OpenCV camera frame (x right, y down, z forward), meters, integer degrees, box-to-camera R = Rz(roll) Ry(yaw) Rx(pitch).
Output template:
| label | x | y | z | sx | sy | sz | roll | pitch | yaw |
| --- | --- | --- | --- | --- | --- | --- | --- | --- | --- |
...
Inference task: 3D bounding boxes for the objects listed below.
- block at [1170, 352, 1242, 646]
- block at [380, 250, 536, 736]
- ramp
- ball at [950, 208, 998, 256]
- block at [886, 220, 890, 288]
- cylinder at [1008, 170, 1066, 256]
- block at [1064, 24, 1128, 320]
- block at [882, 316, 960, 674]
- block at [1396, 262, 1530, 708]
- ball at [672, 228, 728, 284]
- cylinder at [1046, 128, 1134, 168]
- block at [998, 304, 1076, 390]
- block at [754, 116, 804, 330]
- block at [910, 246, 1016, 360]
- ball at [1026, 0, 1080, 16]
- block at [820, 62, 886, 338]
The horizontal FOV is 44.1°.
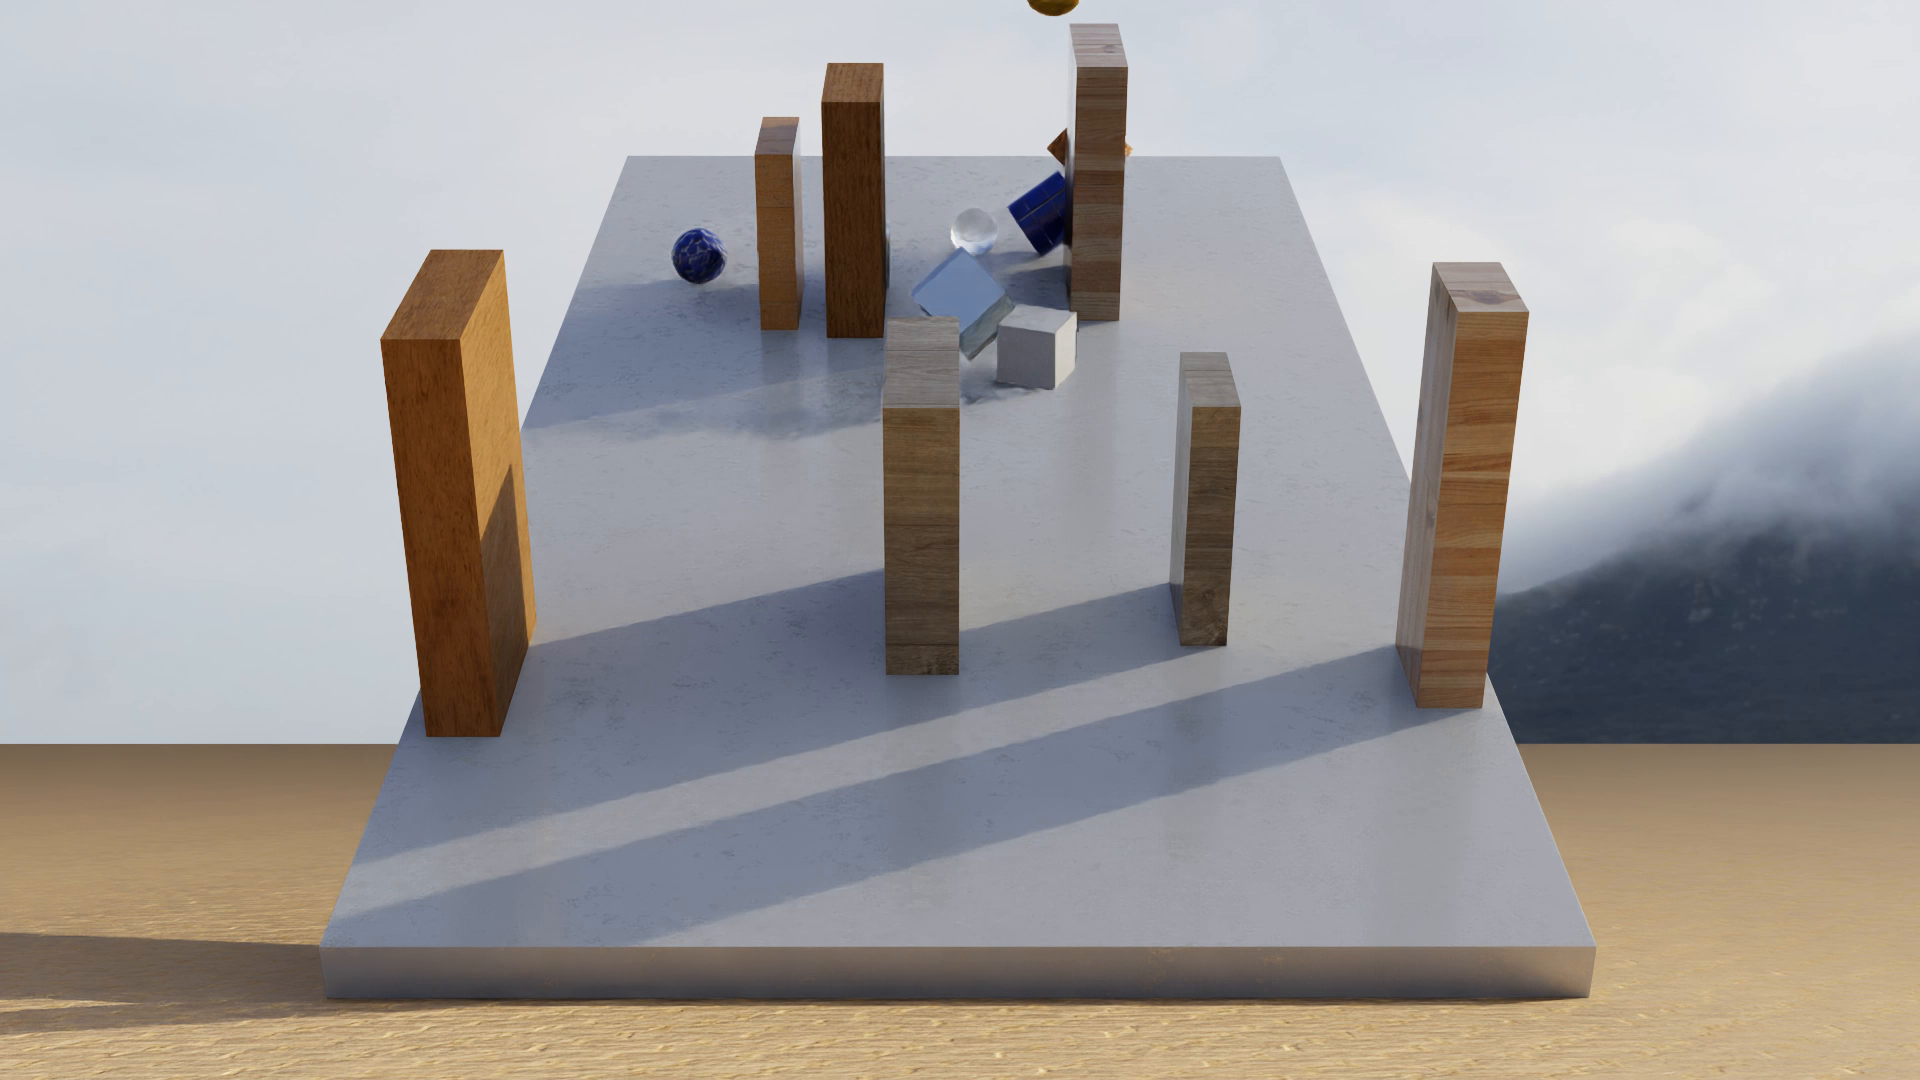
| label | x | y | z | sx | sy | sz | roll | pitch | yaw |
| --- | --- | --- | --- | --- | --- | --- | --- | --- | --- |
| block | 0.469 | -0.079 | 4.565 | 0.089 | 0.502 | 0.261 | 0 | 27 | 0 |
| block | -0.893 | -0.086 | 4.278 | 0.132 | 0.769 | 0.431 | 0 | 27 | 0 |
| ramp | -0.011 | -0.226 | 5.515 | 2.000 | 0.100 | 4.000 | 0 | 27 | 0 |
| ball | 0.039 | -0.840 | 6.467 | 0.129 | 0.129 | 0.129 | 0 | -5 | 0 |
| block | -0.257 | -0.759 | 6.293 | 0.142 | 0.142 | 0.142 | 0 | 27 | 0 |
| cylinder | 0.245 | -0.887 | 6.444 | 0.170 | 0.170 | 0.170 | -34 | -11 | 7 |
| block | 0.345 | -0.948 | 6.095 | 0.125 | 0.662 | 0.407 | 0 | 27 | 0 |
| block | -0.071 | -0.090 | 4.533 | 0.137 | 0.547 | 0.440 | 0 | 27 | 0 |
| block | 0.900 | -0.093 | 4.288 | 0.120 | 0.780 | 0.240 | 0 | 27 | 0 |
| ball | -0.690 | -0.752 | 6.271 | 0.146 | 0.146 | 0.146 | 0 | -5 | 0 |
| cylinder | 0.355 | -1.070 | 6.479 | 0.169 | 0.169 | 0.169 | 46 | -13 | -6 |
| block | 0.185 | -0.466 | 5.714 | 0.147 | 0.147 | 0.147 | 11 | 29 | 20 |
| block | -0.457 | -0.808 | 6.035 | 0.094 | 0.461 | 0.313 | 0 | 27 | 0 |
| block | 0.014 | -0.574 | 5.766 | 0.169 | 0.169 | 0.169 | -42 | -19 | 1 |
| ball | 0.271 | -1.610 | 6.874 | 0.180 | 0.180 | 0.180 | 0 | -5 | 0 |
| block | -0.264 | -0.856 | 5.971 | 0.142 | 0.607 | 0.344 | 0 | 27 | 0 |
